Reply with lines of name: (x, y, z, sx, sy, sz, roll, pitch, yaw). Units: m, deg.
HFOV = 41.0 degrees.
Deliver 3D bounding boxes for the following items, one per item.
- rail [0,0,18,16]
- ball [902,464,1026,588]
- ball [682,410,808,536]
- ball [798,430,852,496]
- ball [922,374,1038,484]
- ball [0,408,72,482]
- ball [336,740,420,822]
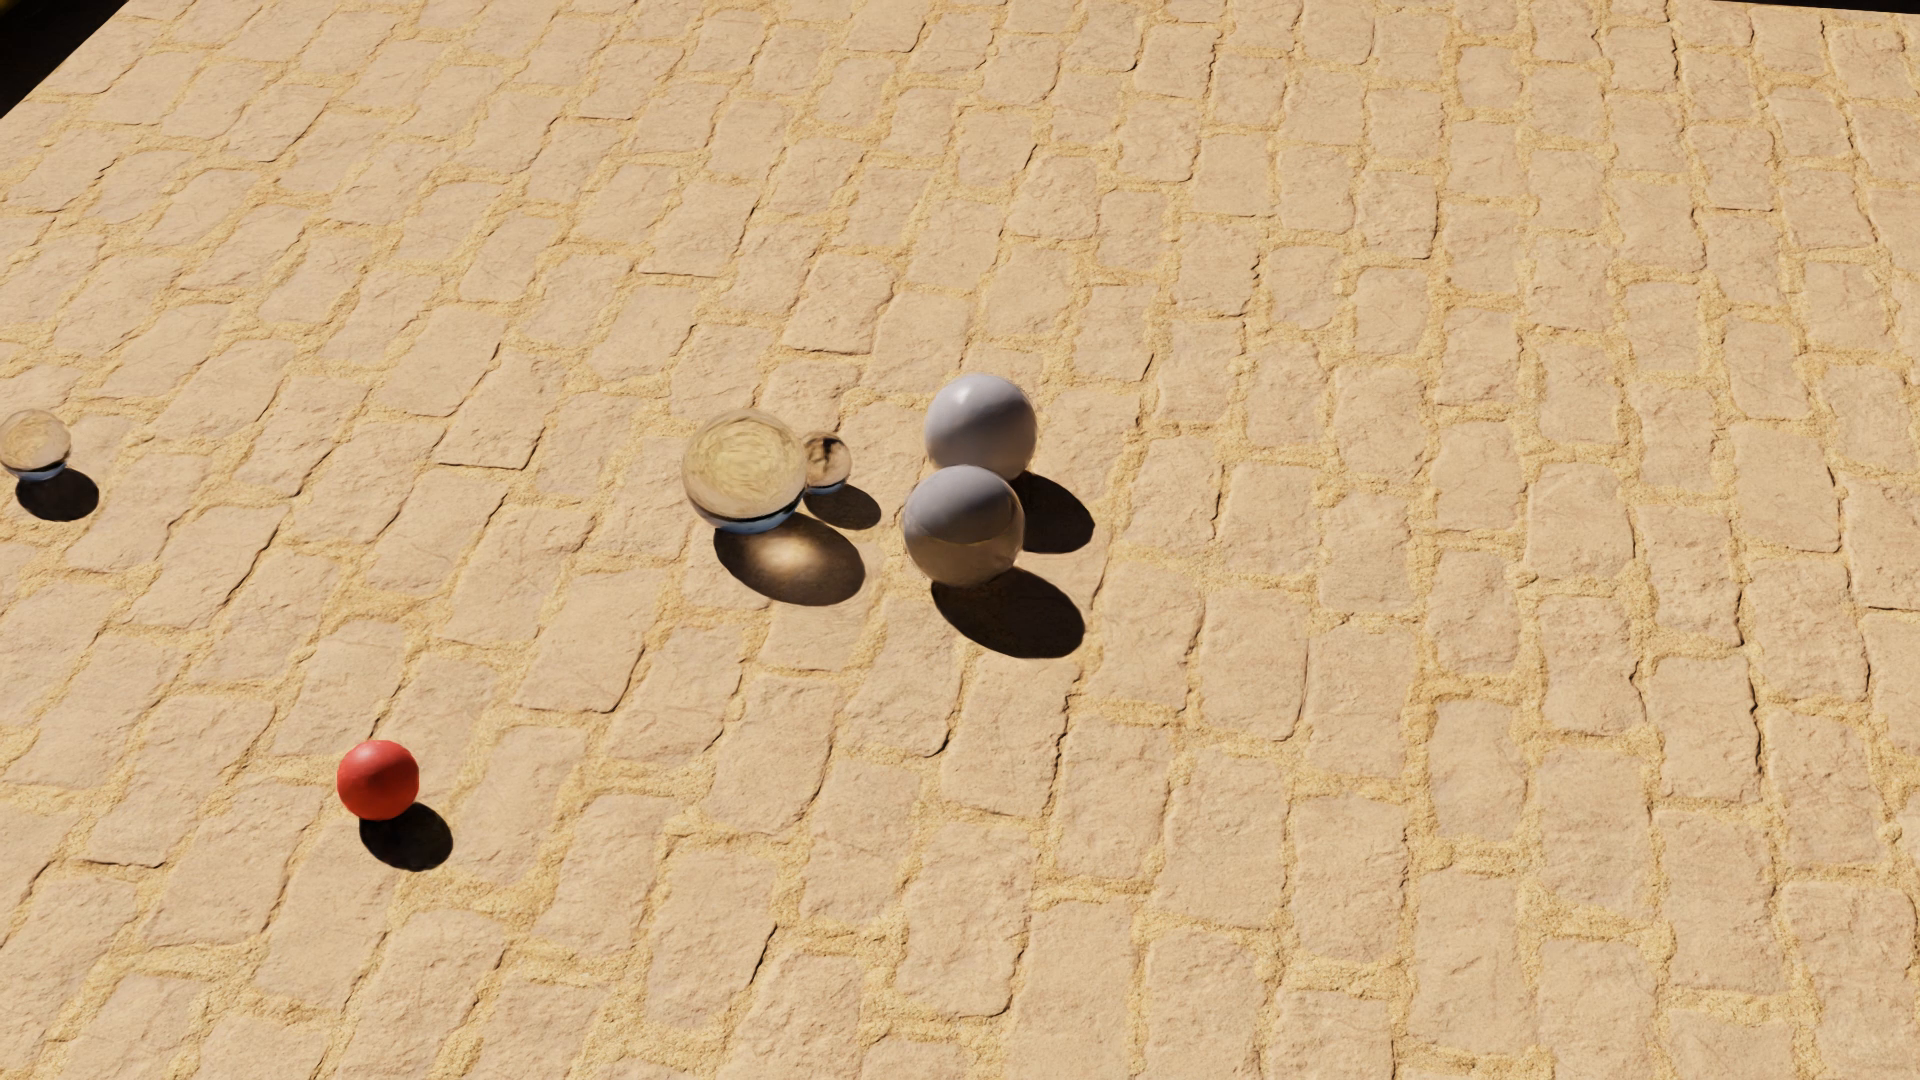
rail: (-1.040, -0.129, 1.854, 0.045, 0.120, 2.342, 6, 36, 8)
ball: (0.003, -0.009, 1.720, 0.083, 0.083, 0.083, 0, 35, 0)
ball: (-0.148, -0.047, 1.770, 0.087, 0.087, 0.087, 0, 35, 0)
ball: (-0.099, -0.054, 1.816, 0.046, 0.046, 0.046, 0, 35, 0)
ball: (0.014, -0.076, 1.815, 0.082, 0.082, 0.082, 0, 35, 0)
ball: (-0.660, -0.067, 1.828, 0.053, 0.053, 0.053, 0, 35, 0)
ball: (-0.348, 0.144, 1.535, 0.049, 0.049, 0.049, 0, 35, 0)
